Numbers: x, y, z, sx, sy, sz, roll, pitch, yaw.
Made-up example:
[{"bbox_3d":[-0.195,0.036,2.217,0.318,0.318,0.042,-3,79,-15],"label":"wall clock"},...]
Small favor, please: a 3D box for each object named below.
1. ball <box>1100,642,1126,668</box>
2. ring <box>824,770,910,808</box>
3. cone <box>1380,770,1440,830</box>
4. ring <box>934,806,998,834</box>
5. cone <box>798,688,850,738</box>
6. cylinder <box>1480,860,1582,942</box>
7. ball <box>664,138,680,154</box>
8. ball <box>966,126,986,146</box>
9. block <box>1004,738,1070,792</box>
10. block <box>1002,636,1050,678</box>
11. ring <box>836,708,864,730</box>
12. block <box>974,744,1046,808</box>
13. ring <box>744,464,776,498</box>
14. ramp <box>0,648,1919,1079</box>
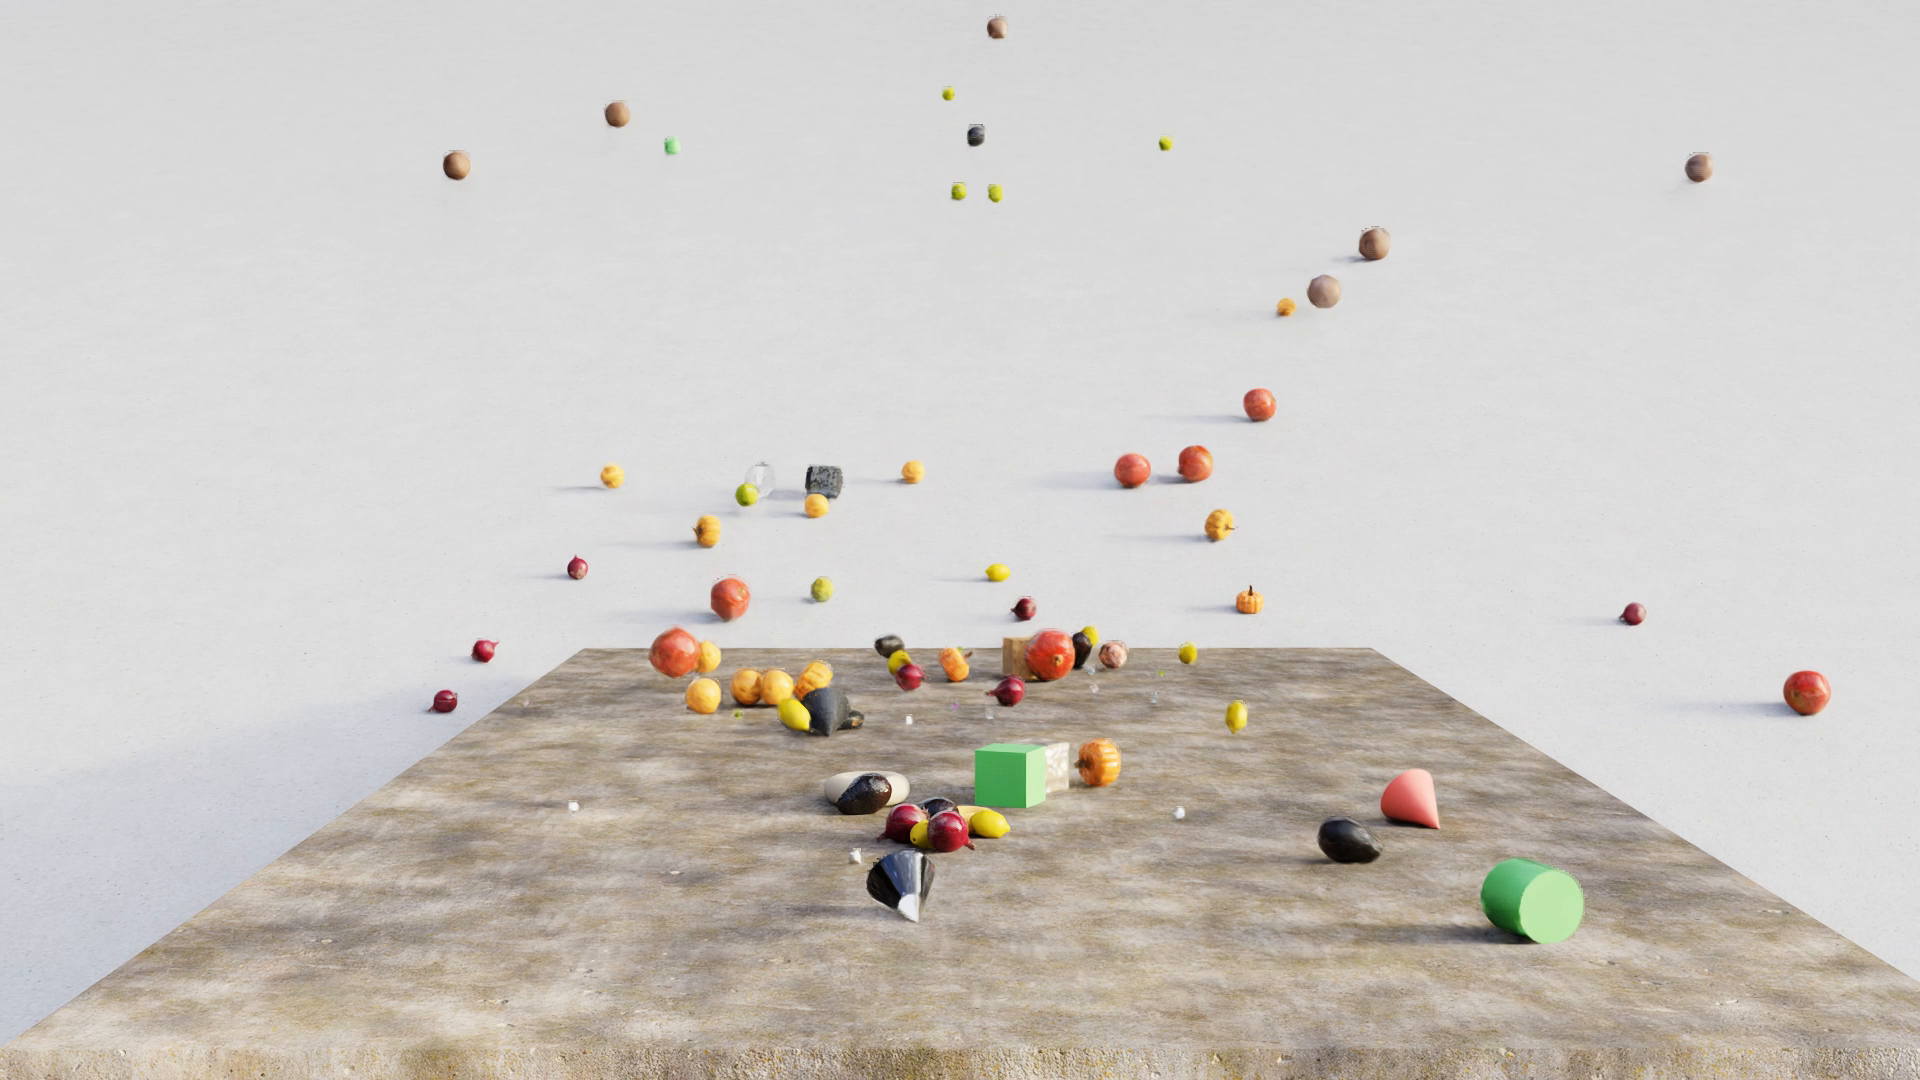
[{"bbox_3d":[0.358,0.270,6.026,0.064,0.064,0.064,0,21,0],"label":"ball"},{"bbox_3d":[-0.146,0.393,4.052,0.136,0.045,0.136,-1,3,0],"label":"ring"},{"bbox_3d":[0.692,0.407,3.838,0.091,0.091,0.091,-9,33,-22],"label":"cone"},{"bbox_3d":[0.007,0.414,3.793,0.096,0.032,0.096,0,4,0],"label":"ring"},{"bbox_3d":[-0.253,0.347,4.864,0.098,0.098,0.098,-3,30,-7],"label":"cone"},{"bbox_3d":[0.678,0.429,3.050,0.086,0.086,0.086,-8,4,-20],"label":"cylinder"},{"bbox_3d":[-1.391,-1.903,12.424,0.077,0.077,0.077,0,21,0],"label":"ball"},{"bbox_3d":[0.078,-1.984,12.611,0.096,0.096,0.096,0,21,0],"label":"ball"},{"bbox_3d":[0.125,0.369,4.201,0.076,0.076,0.076,3,4,41],"label":"block"},{"bbox_3d":[0.152,0.268,5.865,0.087,0.087,0.087,-1,3,-14],"label":"block"},{"bbox_3d":[-0.236,0.346,4.977,0.102,0.034,0.102,1,2,0],"label":"ring"},{"bbox_3d":[0.080,0.371,4.056,0.087,0.087,0.087,1,4,22],"label":"block"},{"bbox_3d":[-0.610,-0.180,7.835,0.112,0.112,0.037,-18,29,-39],"label":"ring"},{"bbox_3d":[0.048,0.438,4.532,2.000,0.100,4.000,0,3,0],"label":"ramp"}]
